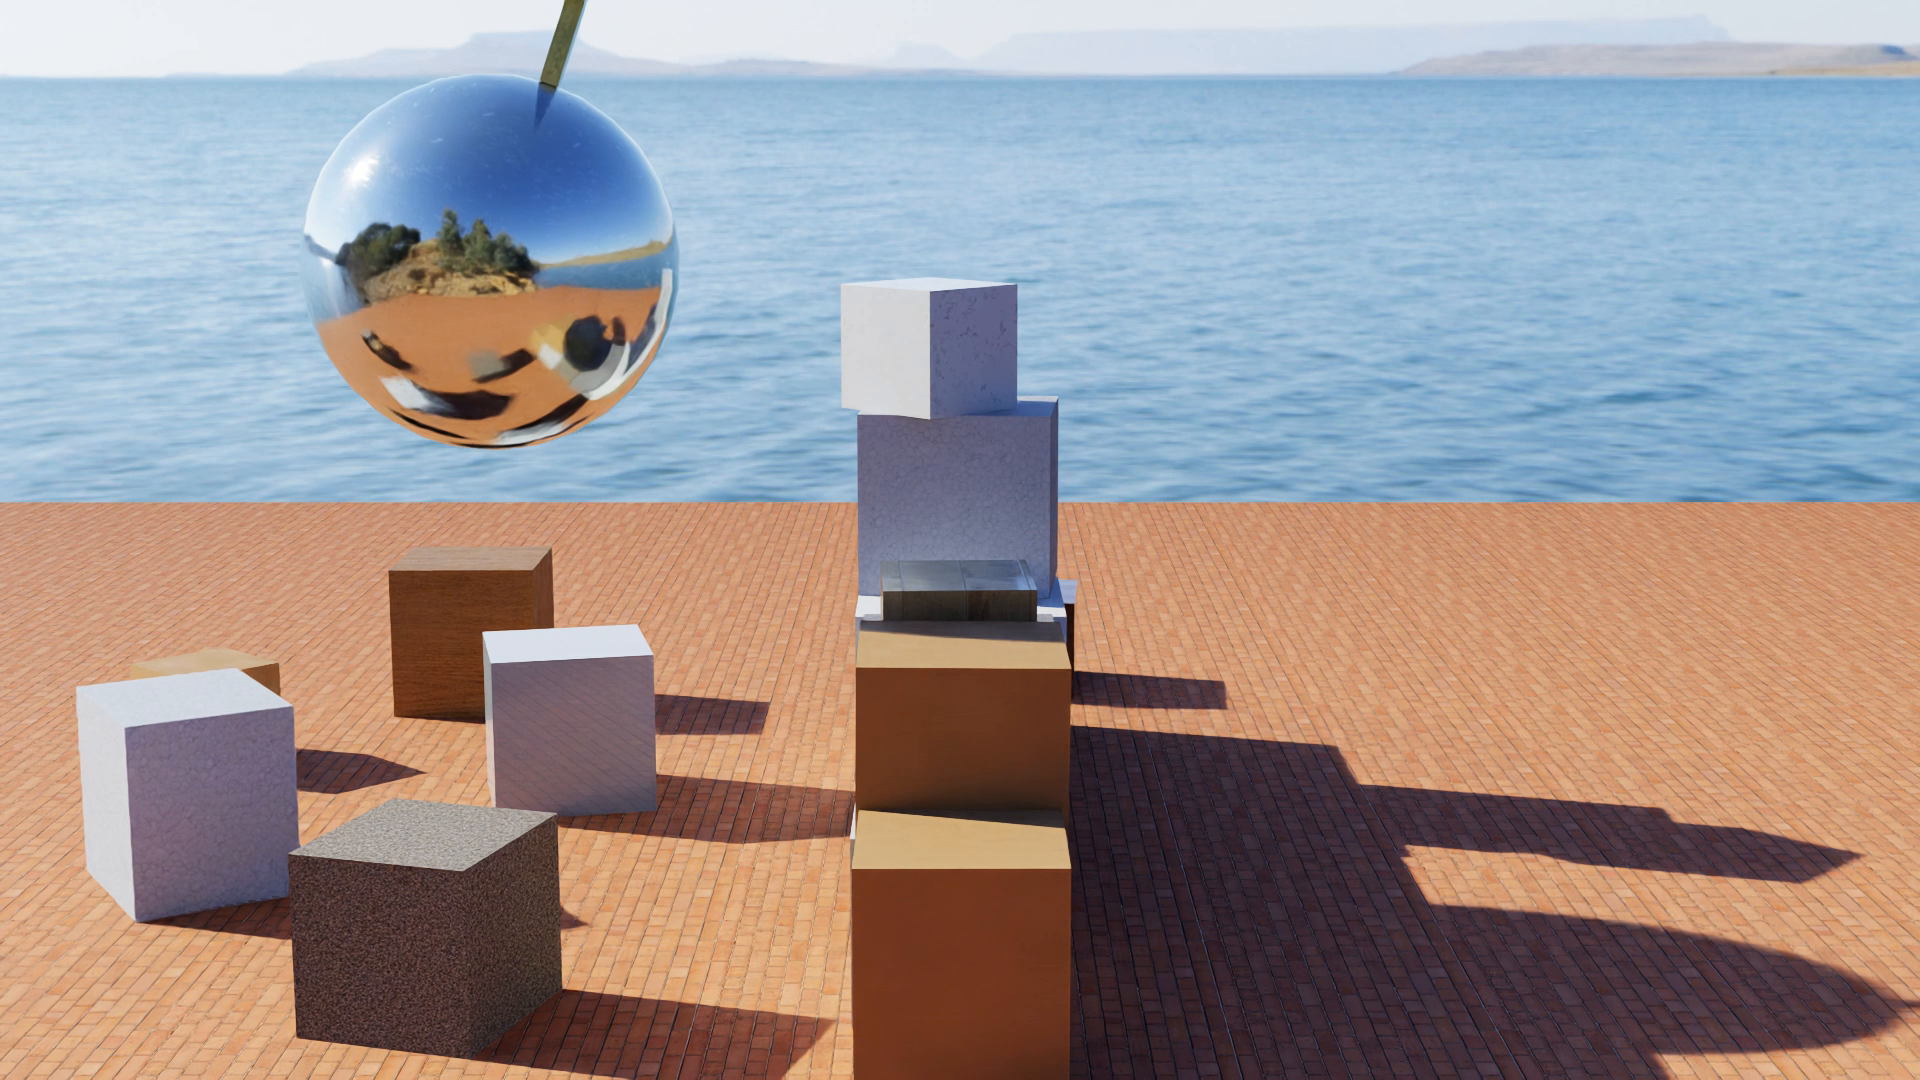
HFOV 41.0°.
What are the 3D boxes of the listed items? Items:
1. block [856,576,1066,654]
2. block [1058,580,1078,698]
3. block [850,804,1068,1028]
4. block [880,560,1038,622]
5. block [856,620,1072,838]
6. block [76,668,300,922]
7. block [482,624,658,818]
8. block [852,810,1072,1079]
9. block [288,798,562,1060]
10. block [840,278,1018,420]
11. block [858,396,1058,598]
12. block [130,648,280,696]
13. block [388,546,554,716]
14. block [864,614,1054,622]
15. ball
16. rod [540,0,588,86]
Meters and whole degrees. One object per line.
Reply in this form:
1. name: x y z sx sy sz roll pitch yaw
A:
1. block: 0.002 0.769 12.503 0.984 1.013 0.965 0 10 0
2. block: 0.385 0.565 14.913 0.577 0.552 0.693 1 10 4
3. block: -0.004 1.384 9.902 0.802 0.734 0.837 0 10 0
4. block: -0.014 0.464 10.484 0.609 0.656 0.641 0 10 -3
5. block: 0.003 0.710 9.738 0.782 0.651 0.772 0 11 -1
6. block: -3.372 1.092 11.204 0.709 0.842 0.840 -6 12 -31
7. block: -1.917 0.882 12.561 0.766 0.771 0.705 -2 11 -13
8. block: 0.004 1.468 9.120 0.744 0.848 0.710 0 10 0
9. block: -1.996 1.443 9.654 0.708 0.707 0.764 3 11 17
10. block: -0.149 -0.942 12.459 0.611 0.603 0.598 10 14 44
11. block: 0.003 -0.230 12.698 0.925 0.883 0.800 1 10 5
12. block: -3.881 0.889 13.228 0.526 0.519 0.545 10 14 42
13. block: -2.737 0.507 14.468 0.790 0.826 0.719 0 10 -1
14. block: -0.005 0.933 11.560 0.874 1.028 0.948 0 10 0
15. ball: -1.998 -1.184 10.965 1.600 1.600 1.600 0 10 0
16. rod: -0.866 -4.338 10.392 0.080 5.200 0.080 19 10 -3
